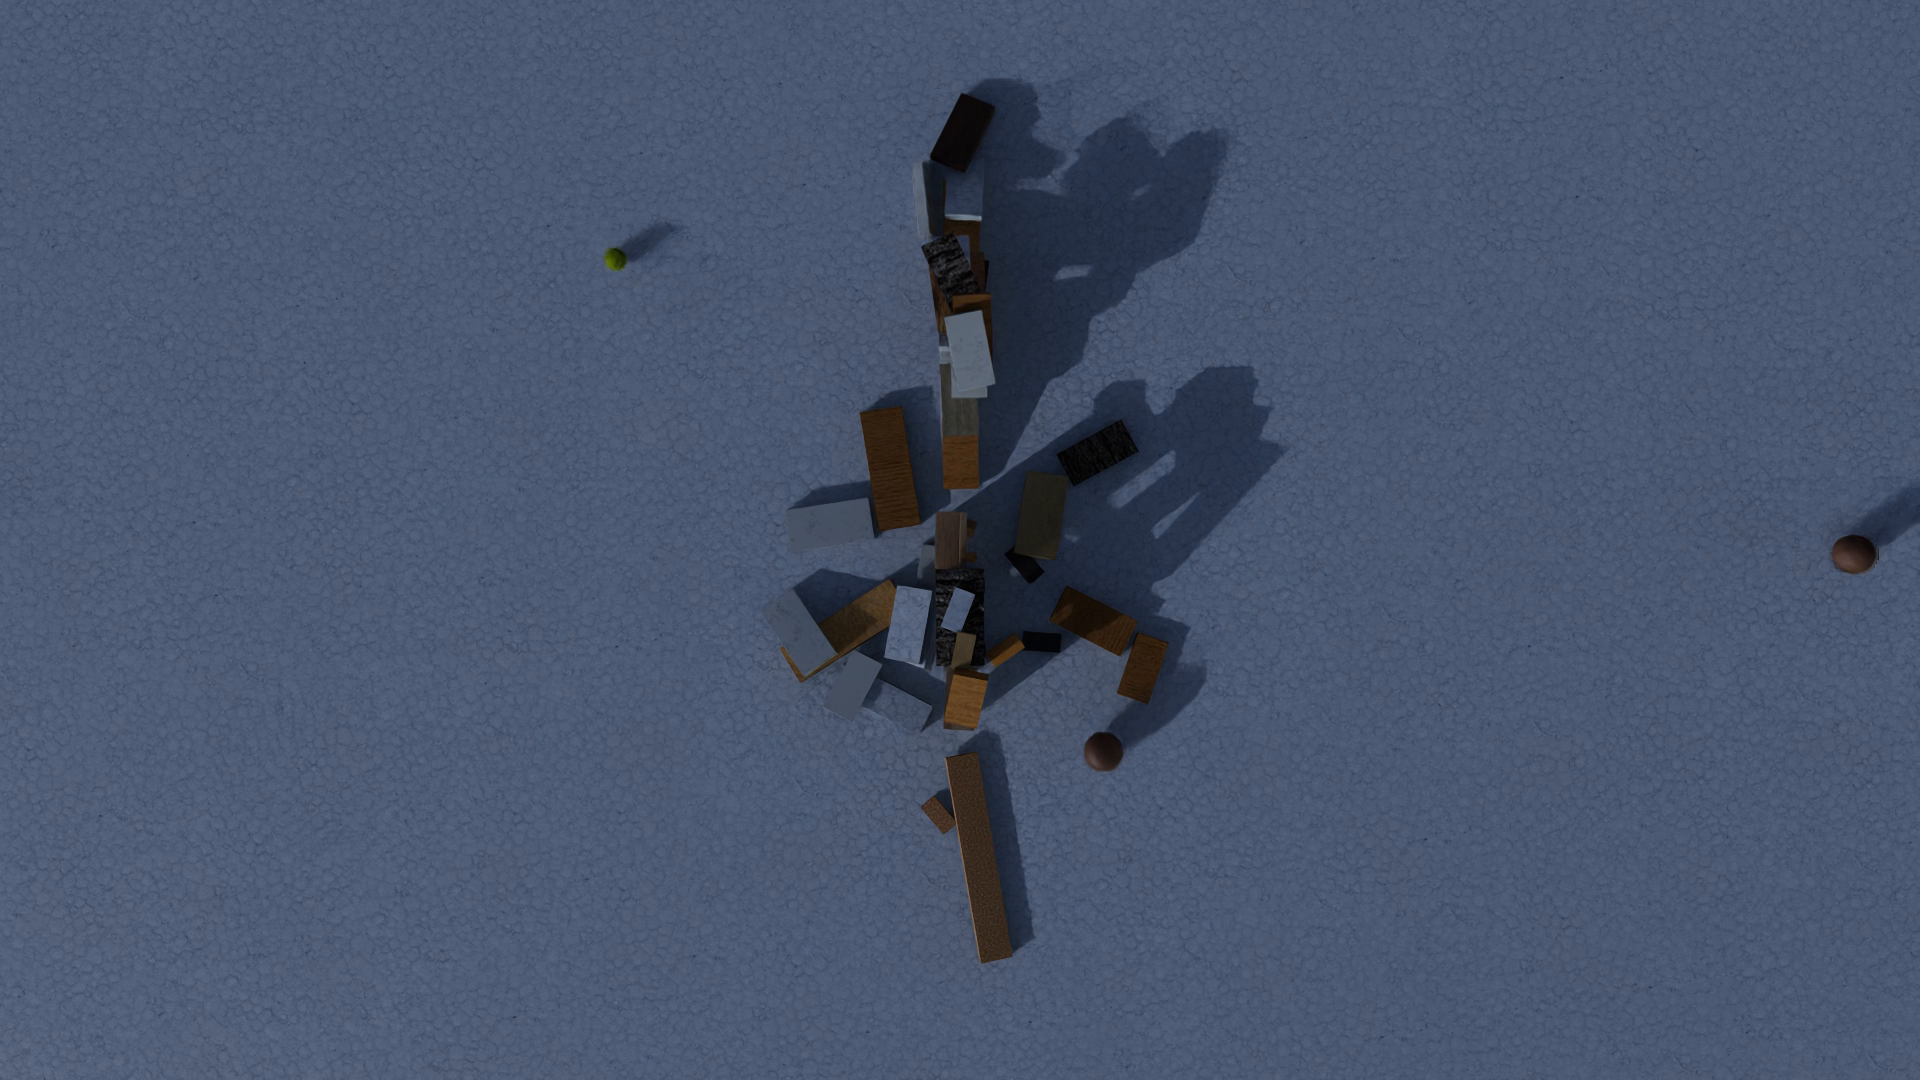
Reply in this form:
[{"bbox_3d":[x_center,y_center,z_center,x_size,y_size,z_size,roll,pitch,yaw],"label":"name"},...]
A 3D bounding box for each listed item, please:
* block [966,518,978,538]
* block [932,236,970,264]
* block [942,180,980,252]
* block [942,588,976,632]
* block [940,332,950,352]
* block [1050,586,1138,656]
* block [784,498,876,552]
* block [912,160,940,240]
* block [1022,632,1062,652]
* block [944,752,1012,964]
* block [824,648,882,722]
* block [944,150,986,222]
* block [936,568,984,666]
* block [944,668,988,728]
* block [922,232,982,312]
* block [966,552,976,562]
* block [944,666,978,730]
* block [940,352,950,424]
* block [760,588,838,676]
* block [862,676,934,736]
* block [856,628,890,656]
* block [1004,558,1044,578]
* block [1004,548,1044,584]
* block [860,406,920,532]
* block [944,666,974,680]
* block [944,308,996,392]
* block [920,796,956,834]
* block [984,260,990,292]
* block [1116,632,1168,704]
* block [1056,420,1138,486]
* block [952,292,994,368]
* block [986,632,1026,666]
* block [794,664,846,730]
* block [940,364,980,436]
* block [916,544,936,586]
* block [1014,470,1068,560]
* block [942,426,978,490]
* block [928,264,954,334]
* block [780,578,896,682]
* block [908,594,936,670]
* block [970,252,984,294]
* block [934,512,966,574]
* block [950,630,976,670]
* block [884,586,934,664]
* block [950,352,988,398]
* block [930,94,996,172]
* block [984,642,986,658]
[{"bbox_3d":[0.002,-0.048,5.400,0.099,0.199,0.028,16,98,0],"label":"block"},{"bbox_3d":[-0.027,-0.875,5.385,0.124,0.035,0.248,-2,70,0],"label":"block"},{"bbox_3d":[0.004,-1.072,5.483,0.122,0.035,0.245,0,90,0],"label":"block"},{"bbox_3d":[-0.006,0.220,5.145,0.066,0.019,0.131,21,90,0],"label":"block"},{"bbox_3d":[-0.006,-0.733,5.370,0.123,0.035,0.246,0,70,0],"label":"block"},{"bbox_3d":[0.443,0.269,5.481,0.263,0.037,0.131,27,90,0],"label":"block"},{"bbox_3d":[-0.432,-0.051,5.480,0.280,0.040,0.140,-9,90,0],"label":"block"},{"bbox_3d":[-0.111,-1.116,5.438,0.034,0.120,0.240,-6,90,16],"label":"block"},{"bbox_3d":[0.272,0.339,5.491,0.126,0.018,0.063,4,90,0],"label":"block"},{"bbox_3d":[0.062,1.053,5.476,0.107,0.030,0.688,-10,90,-9],"label":"block"},{"bbox_3d":[-0.353,0.480,5.453,0.107,0.030,0.214,28,91,-3],"label":"block"},{"bbox_3d":[0.017,-1.171,5.439,0.122,0.035,0.245,4,71,1],"label":"block"},{"bbox_3d":[0.000,0.242,5.176,0.151,0.043,0.302,0,90,0],"label":"block"},{"bbox_3d":[0.019,0.498,5.192,0.108,0.031,0.216,11,130,0],"label":"block"},{"bbox_3d":[-0.024,-0.857,5.277,0.115,0.033,0.229,-25,90,0],"label":"block"},{"bbox_3d":[0.004,0.056,5.401,0.099,0.199,0.028,0,90,0],"label":"block"},{"bbox_3d":[0.002,0.508,5.287,0.099,0.028,0.199,3,90,0],"label":"block"},{"bbox_3d":[-0.004,-0.509,5.442,0.123,0.035,0.246,-1,110,0],"label":"block"},{"bbox_3d":[-0.531,0.306,5.447,0.131,0.037,0.263,-35,75,-1],"label":"block"},{"bbox_3d":[-0.209,0.551,5.485,0.216,0.031,0.108,28,90,0],"label":"block"},{"bbox_3d":[-0.279,0.345,5.486,0.133,0.018,0.063,-23,81,0],"label":"block"},{"bbox_3d":[0.217,0.071,5.491,0.126,0.018,0.063,-31,90,0],"label":"block"},{"bbox_3d":[0.214,0.078,5.469,0.066,0.019,0.131,-40,85,-1],"label":"block"},{"bbox_3d":[-0.231,-0.237,5.480,0.140,0.040,0.398,-9,90,0],"label":"block"},{"bbox_3d":[-0.004,0.434,5.401,0.099,0.199,0.028,-3,90,0],"label":"block"},{"bbox_3d":[0.031,-0.601,5.229,0.120,0.034,0.240,-12,105,0],"label":"block"},{"bbox_3d":[-0.070,0.916,5.492,0.059,0.017,0.119,-40,90,0],"label":"block"},{"bbox_3d":[0.019,-0.811,5.482,0.124,0.035,0.248,8,90,0],"label":"block"},{"bbox_3d":[0.607,0.425,5.485,0.107,0.030,0.214,19,90,0],"label":"block"},{"bbox_3d":[0.457,-0.290,5.483,0.242,0.034,0.121,-28,90,0],"label":"block"},{"bbox_3d":[0.042,-0.645,5.253,0.120,0.034,0.274,-3,105,-2],"label":"block"},{"bbox_3d":[0.152,0.365,5.482,0.119,0.017,0.059,-34,85,7],"label":"block"},{"bbox_3d":[-0.436,0.521,5.485,0.216,0.031,0.108,-39,90,0],"label":"block"},{"bbox_3d":[-0.001,-0.457,5.371,0.117,0.033,0.235,-3,96,0],"label":"block"},{"bbox_3d":[-0.103,0.083,5.491,0.066,0.019,0.131,9,90,0],"label":"block"},{"bbox_3d":[0.269,-0.082,5.461,0.140,0.040,0.280,9,82,0],"label":"block"},{"bbox_3d":[0.002,-0.285,5.447,0.117,0.033,0.235,-1,108,0],"label":"block"},{"bbox_3d":[-0.030,-0.789,5.310,0.115,0.033,0.229,-8,90,0],"label":"block"},{"bbox_3d":[-0.379,0.301,5.471,0.432,0.037,0.131,-33,81,0],"label":"block"},{"bbox_3d":[-0.115,0.296,5.444,0.034,0.121,0.242,16,90,-44],"label":"block"},{"bbox_3d":[0.020,-0.823,5.447,0.124,0.035,0.248,-1,90,0],"label":"block"},{"bbox_3d":[-0.030,0.009,5.286,0.099,0.028,0.199,1,91,0],"label":"block"},{"bbox_3d":[0.011,0.347,5.138,0.059,0.017,0.119,11,100,-2],"label":"block"},{"bbox_3d":[-0.165,0.278,5.410,0.121,0.034,0.242,9,84,15],"label":"block"},{"bbox_3d":[0.029,-0.574,5.306,0.115,0.033,0.230,-1,105,-2],"label":"block"},{"bbox_3d":[0.010,-1.346,5.450,0.122,0.035,0.245,24,78,8],"label":"block"},{"bbox_3d":[0.006,0.356,5.349,0.151,0.302,0.043,-5,90,0],"label":"block"}]
